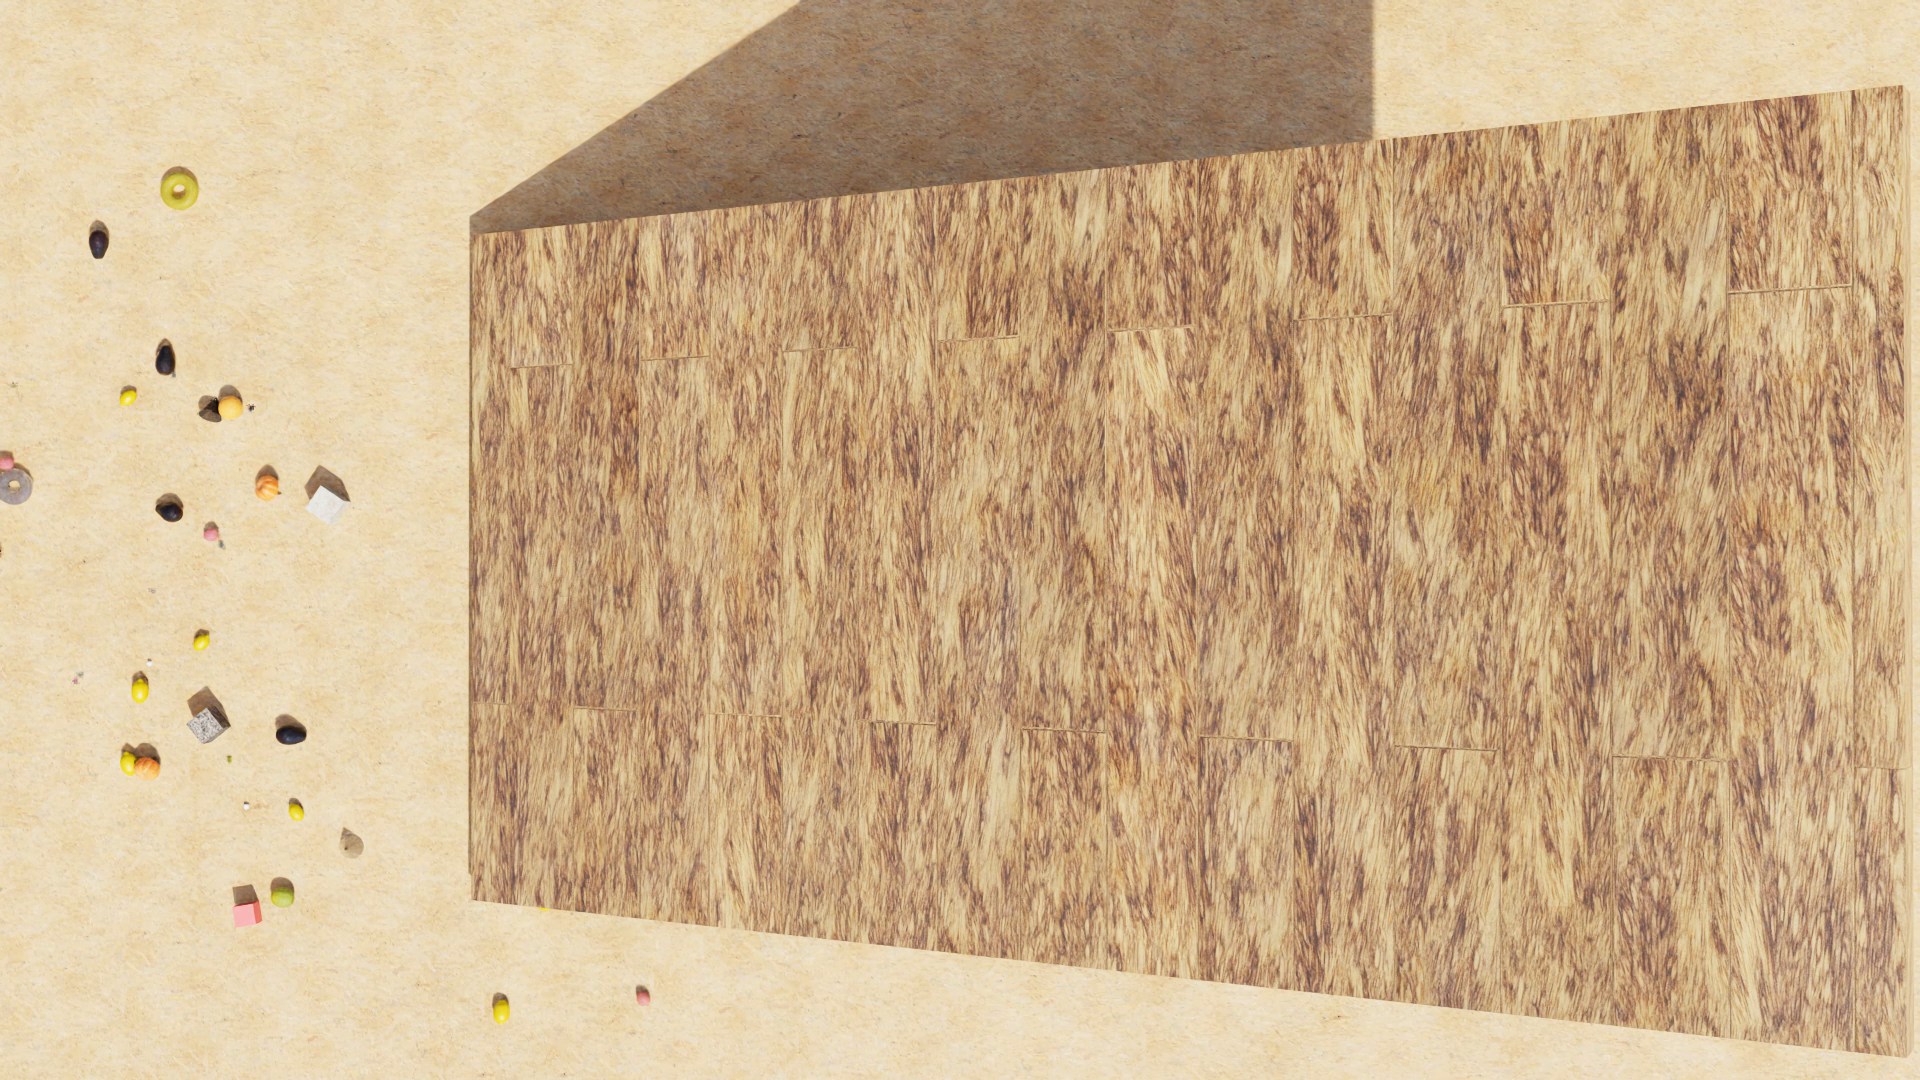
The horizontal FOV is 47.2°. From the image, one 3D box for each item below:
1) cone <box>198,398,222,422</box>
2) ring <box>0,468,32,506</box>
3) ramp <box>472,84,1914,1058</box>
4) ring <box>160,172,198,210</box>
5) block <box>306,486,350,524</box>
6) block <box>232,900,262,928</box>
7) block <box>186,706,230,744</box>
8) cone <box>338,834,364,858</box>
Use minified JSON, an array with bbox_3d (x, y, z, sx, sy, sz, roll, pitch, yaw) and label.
[{"bbox_3d":[-2.270,-0.406,6.686,0.071,0.071,0.071,9,63,0],"label":"cone"},{"bbox_3d":[-2.873,-0.161,6.681,0.111,0.037,0.111,0,90,-1],"label":"ring"},{"bbox_3d":[0.263,0.072,5.608,4.000,0.100,2.000,0,89,32],"label":"ramp"},{"bbox_3d":[-2.374,-1.061,6.689,0.117,0.039,0.117,0,90,1],"label":"ring"},{"bbox_3d":[-1.912,-0.105,6.657,0.084,0.084,0.084,34,90,0],"label":"block"},{"bbox_3d":[-2.157,1.133,6.656,0.062,0.062,0.062,-10,89,0],"label":"block"},{"bbox_3d":[-2.273,0.560,6.653,0.079,0.079,0.079,-39,90,0],"label":"block"},{"bbox_3d":[-1.851,0.932,6.651,0.076,0.076,0.076,0,89,0],"label":"cone"}]
